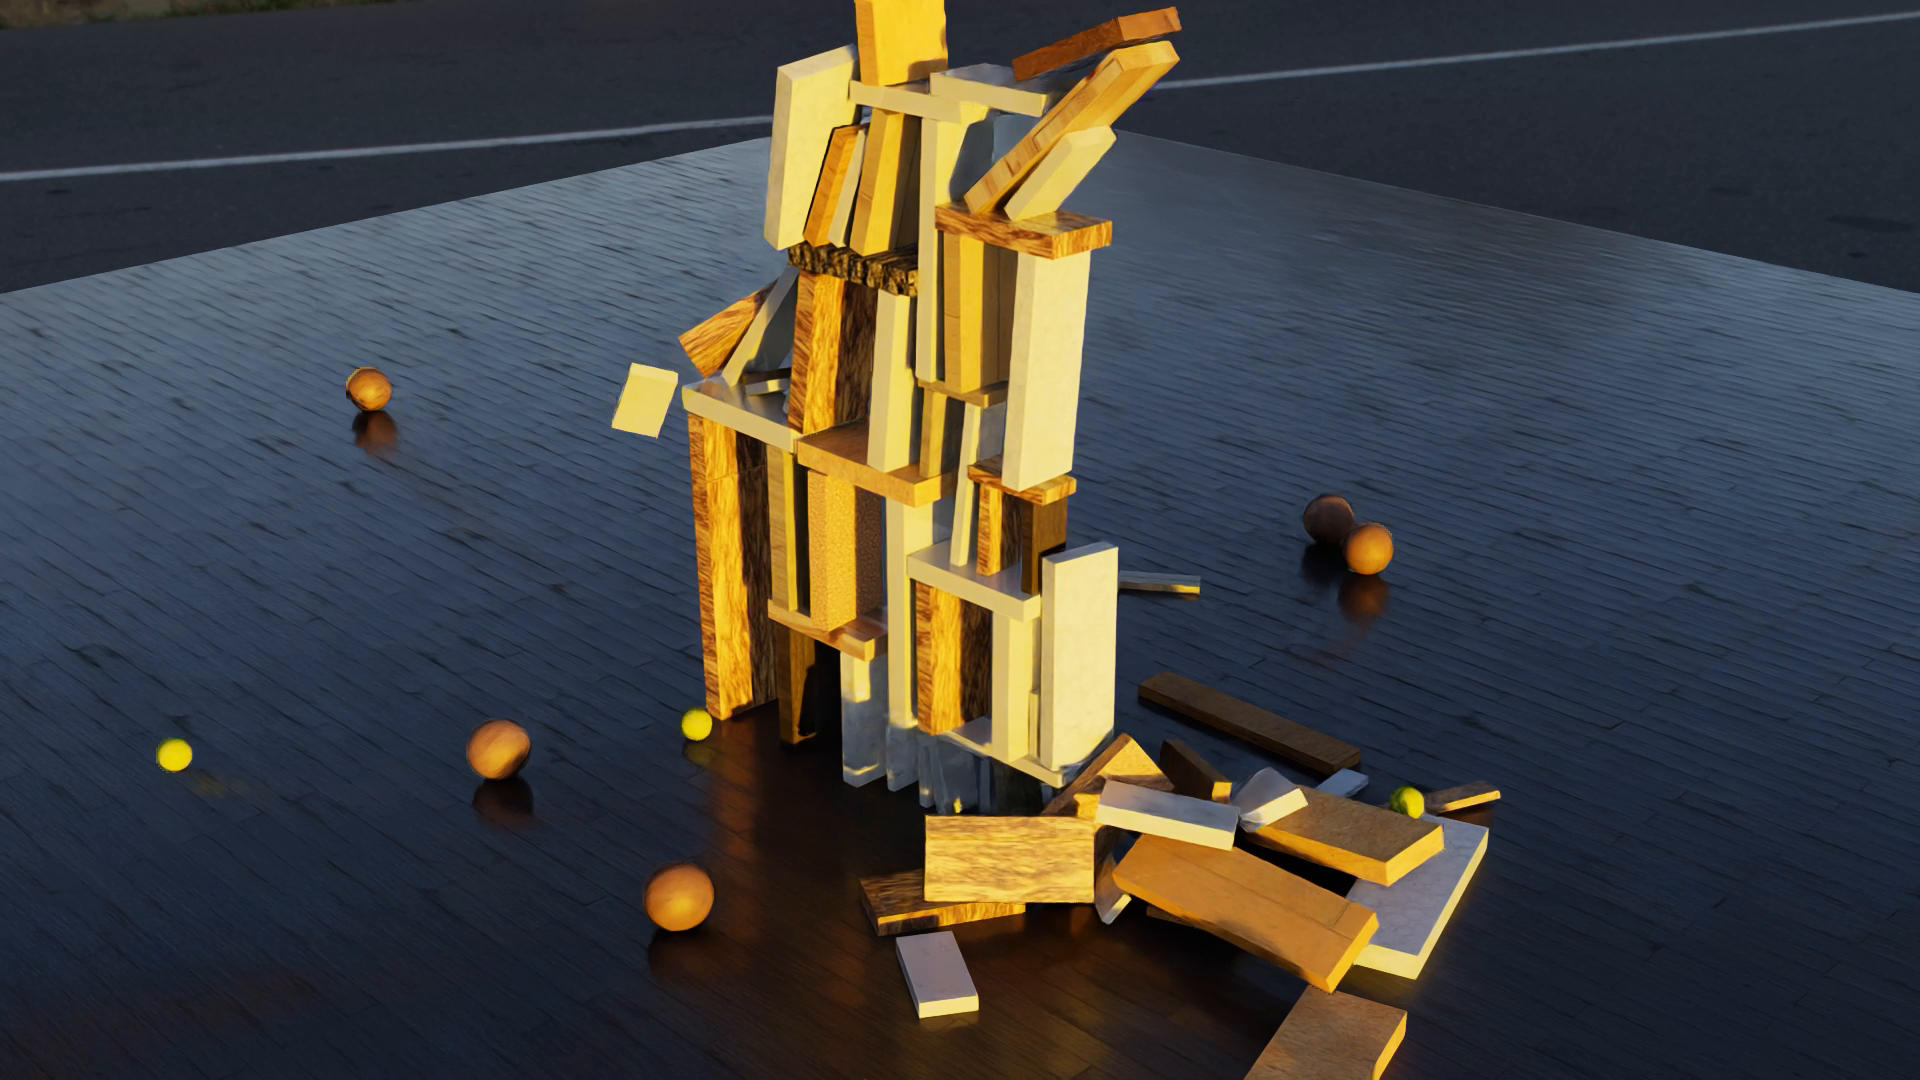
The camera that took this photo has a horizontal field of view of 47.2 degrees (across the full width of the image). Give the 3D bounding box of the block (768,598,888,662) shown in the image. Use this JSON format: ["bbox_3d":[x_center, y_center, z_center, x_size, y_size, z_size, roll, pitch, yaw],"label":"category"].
[{"bbox_3d":[-0.243,0.163,4.554,0.150,0.042,0.300,-21,31,-41],"label":"block"}]

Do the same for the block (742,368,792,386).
[{"bbox_3d":[-0.381,-0.339,4.535,0.076,0.021,0.151,-11,5,-32],"label":"block"}]

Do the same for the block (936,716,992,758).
[{"bbox_3d":[0.015,0.377,4.366,0.091,0.026,0.183,-21,31,-40],"label":"block"}]

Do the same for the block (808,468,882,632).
[{"bbox_3d":[-0.231,-0.001,4.455,0.048,0.337,0.169,18,29,35],"label":"block"}]

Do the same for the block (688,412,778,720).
[{"bbox_3d":[-0.482,0.042,4.766,0.178,0.699,0.050,-20,29,-39],"label":"block"}]

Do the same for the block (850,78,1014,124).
[{"bbox_3d":[-0.049,-0.797,3.946,0.284,0.040,0.142,21,31,41],"label":"block"}]

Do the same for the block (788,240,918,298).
[{"bbox_3d":[-0.151,-0.531,4.163,0.169,0.048,0.338,-21,29,-40],"label":"block"}]

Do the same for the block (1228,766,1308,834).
[{"bbox_3d":[0.588,0.509,4.318,0.126,0.036,0.253,-26,5,-3],"label":"block"}]

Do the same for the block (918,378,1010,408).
[{"bbox_3d":[0.015,-0.288,4.085,0.089,0.025,0.177,-21,30,-40],"label":"block"}]

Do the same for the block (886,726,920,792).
[{"bbox_3d":[-0.119,0.441,4.538,0.020,0.143,0.072,19,29,41],"label":"block"}]

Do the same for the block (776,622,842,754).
[{"bbox_3d":[-0.316,0.294,4.685,0.042,0.300,0.150,21,31,41],"label":"block"}]

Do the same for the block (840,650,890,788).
[{"bbox_3d":[-0.175,0.349,4.556,0.150,0.300,0.042,-21,31,-41],"label":"block"}]

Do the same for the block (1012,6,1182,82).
[{"bbox_3d":[0.223,-0.816,3.626,0.134,0.038,0.268,-20,8,-37],"label":"block"}]

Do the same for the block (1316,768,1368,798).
[{"bbox_3d":[0.786,0.509,4.539,0.061,0.017,0.122,18,29,36],"label":"block"}]

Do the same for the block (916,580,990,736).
[{"bbox_3d":[-0.011,0.213,4.313,0.152,0.318,0.043,-18,29,-36],"label":"block"}]

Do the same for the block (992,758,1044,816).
[{"bbox_3d":[0.118,0.507,4.316,0.097,0.194,0.028,-21,21,-40],"label":"block"}]

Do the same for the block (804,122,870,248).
[{"bbox_3d":[-0.209,-0.669,4.132,0.121,0.242,0.034,-21,55,-40],"label":"block"}]

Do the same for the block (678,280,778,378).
[{"bbox_3d":[-0.413,-0.462,4.570,0.336,0.048,0.168,-31,-12,-2],"label":"block"}]

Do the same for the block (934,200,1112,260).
[{"bbox_3d":[0.109,-0.555,3.872,0.147,0.042,0.294,-20,30,-39],"label":"block"}]

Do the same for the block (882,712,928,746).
[{"bbox_3d":[-0.086,0.377,4.478,0.072,0.020,0.143,-21,31,-40],"label":"block"}]

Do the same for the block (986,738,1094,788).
[{"bbox_3d":[0.152,0.416,4.242,0.097,0.028,0.194,-21,31,-40],"label":"block"}]

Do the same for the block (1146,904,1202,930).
[{"bbox_3d":[0.429,0.691,4.105,0.144,0.020,0.072,11,25,23],"label":"block"}]

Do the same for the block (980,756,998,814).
[{"bbox_3d":[0.082,0.498,4.352,0.026,0.183,0.091,20,30,41],"label":"block"}]

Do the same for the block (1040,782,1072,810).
[{"bbox_3d":[0.208,0.542,4.232,0.028,0.194,0.097,9,23,44],"label":"block"}]

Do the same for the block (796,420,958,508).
[{"bbox_3d":[-0.145,-0.152,4.317,0.169,0.048,0.337,-21,31,-40],"label":"block"}]

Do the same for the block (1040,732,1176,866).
[{"bbox_3d":[0.259,0.516,4.177,0.284,0.142,0.040,-44,24,-6],"label":"block"}]

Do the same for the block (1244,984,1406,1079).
[{"bbox_3d":[0.601,0.868,3.651,0.175,0.049,0.349,12,26,26],"label":"block"}]

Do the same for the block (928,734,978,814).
[{"bbox_3d":[-0.014,0.460,4.441,0.091,0.183,0.026,-20,21,-39],"label":"block"}]

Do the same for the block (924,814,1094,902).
[{"bbox_3d":[0.090,0.587,4.058,0.310,0.155,0.044,1,-2,-1],"label":"block"}]

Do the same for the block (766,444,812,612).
[{"bbox_3d":[-0.309,-0.048,4.541,0.050,0.356,0.178,20,30,40],"label":"block"}]

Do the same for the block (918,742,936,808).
[{"bbox_3d":[-0.051,0.467,4.476,0.072,0.143,0.020,-21,29,-40],"label":"block"}]

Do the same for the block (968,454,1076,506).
[{"bbox_3d":[0.114,-0.113,4.055,0.185,0.026,0.093,21,31,39],"label":"block"}]

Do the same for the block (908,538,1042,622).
[{"bbox_3d":[0.060,0.070,4.188,0.304,0.043,0.152,21,31,40],"label":"block"}]

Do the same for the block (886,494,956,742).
[{"bbox_3d":[-0.065,0.138,4.355,0.048,0.516,0.169,21,31,40],"label":"block"}]

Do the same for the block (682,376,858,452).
[{"bbox_3d":[-0.394,-0.272,4.547,0.178,0.050,0.356,-20,30,-39],"label":"block"}]
